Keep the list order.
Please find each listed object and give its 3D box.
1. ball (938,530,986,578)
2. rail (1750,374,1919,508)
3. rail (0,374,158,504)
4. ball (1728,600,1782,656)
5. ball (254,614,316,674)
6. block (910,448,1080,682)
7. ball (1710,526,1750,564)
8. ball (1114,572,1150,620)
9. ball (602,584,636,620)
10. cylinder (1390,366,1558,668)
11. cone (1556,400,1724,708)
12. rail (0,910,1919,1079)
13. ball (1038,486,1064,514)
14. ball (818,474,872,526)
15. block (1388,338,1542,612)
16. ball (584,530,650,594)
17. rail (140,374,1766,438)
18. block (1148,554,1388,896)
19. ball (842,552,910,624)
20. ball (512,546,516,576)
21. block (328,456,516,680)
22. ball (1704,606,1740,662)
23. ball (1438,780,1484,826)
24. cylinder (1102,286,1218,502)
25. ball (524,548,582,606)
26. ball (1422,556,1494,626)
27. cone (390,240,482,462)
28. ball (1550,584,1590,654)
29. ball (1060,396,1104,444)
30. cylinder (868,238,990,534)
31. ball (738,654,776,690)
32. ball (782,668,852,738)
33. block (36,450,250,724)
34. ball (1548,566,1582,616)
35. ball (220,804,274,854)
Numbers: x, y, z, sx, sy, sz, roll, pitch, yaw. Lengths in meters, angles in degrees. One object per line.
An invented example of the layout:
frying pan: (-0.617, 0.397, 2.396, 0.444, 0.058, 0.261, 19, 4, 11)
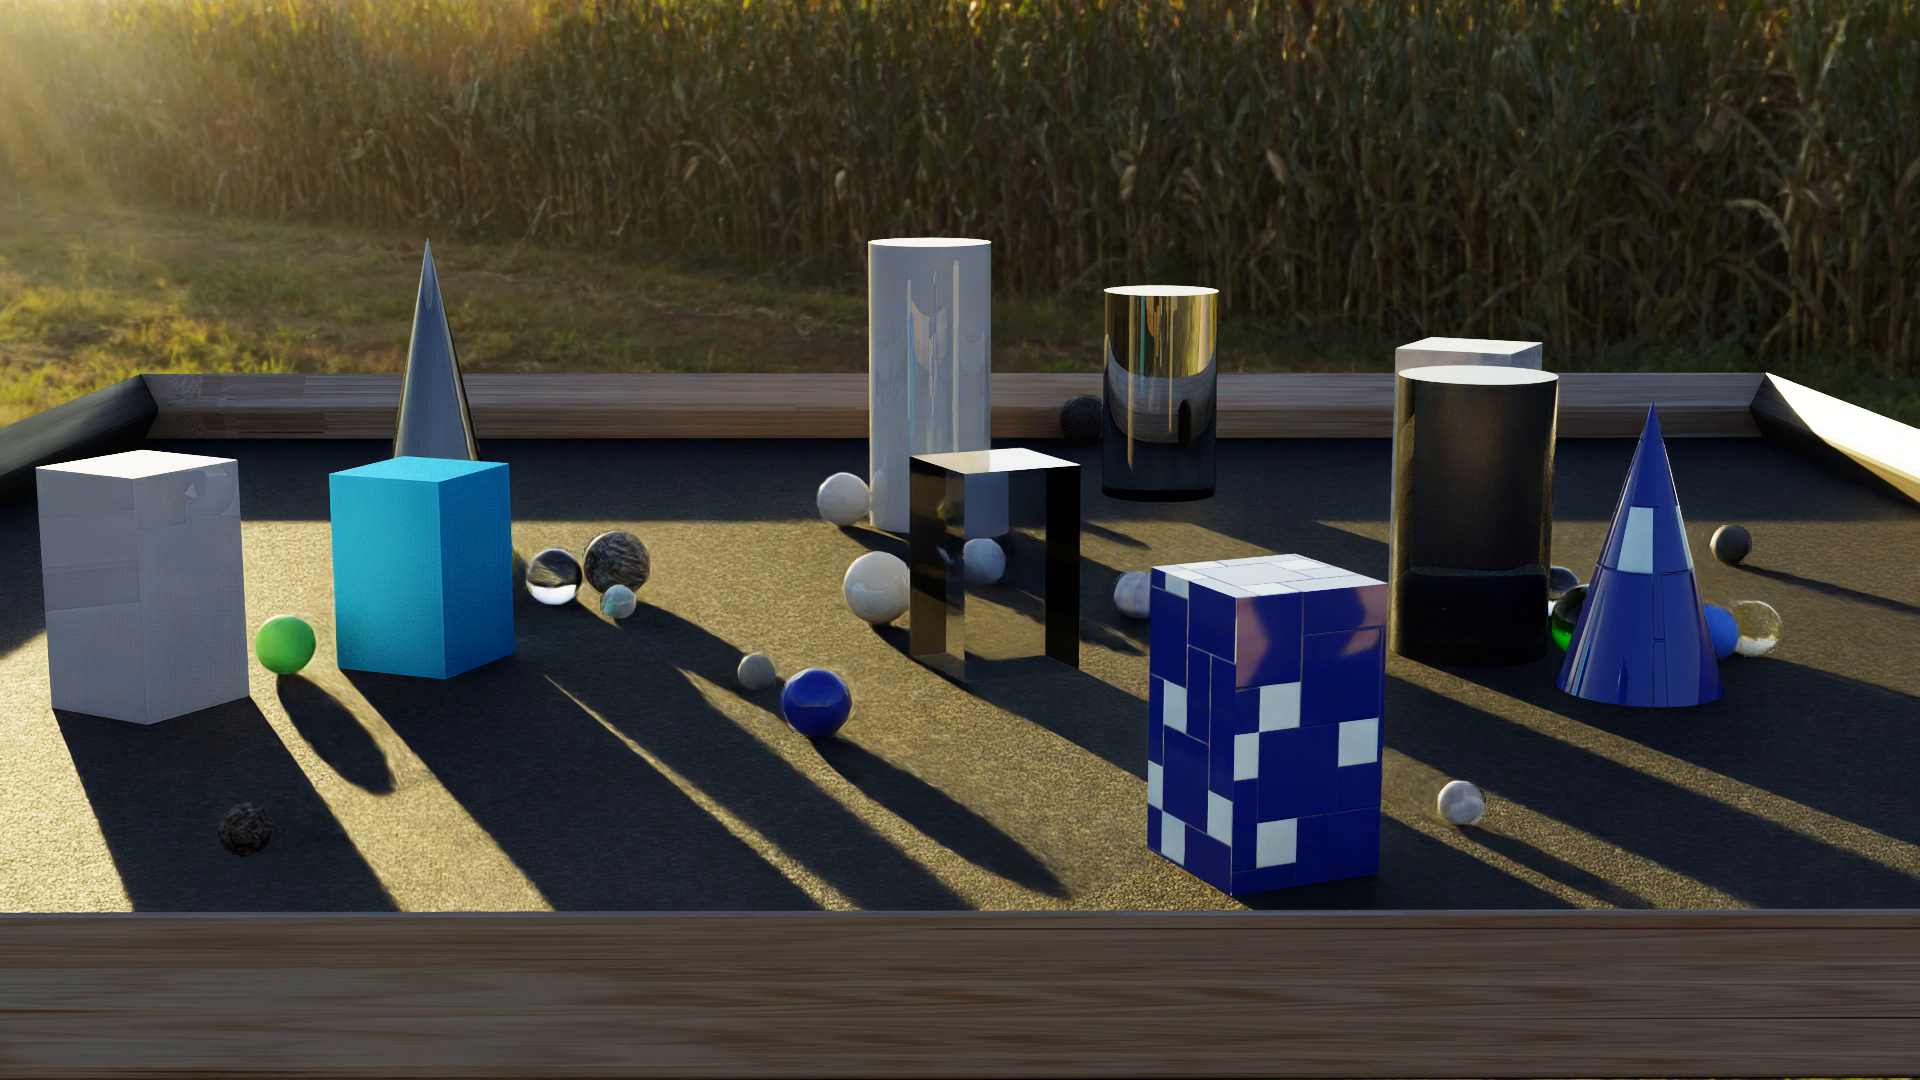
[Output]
ball: (0.002, 0.020, 3.678, 0.068, 0.068, 0.068, 0, 11, 0)
rail: (1.574, 0.031, 3.458, 0.045, 0.126, 3.253, 0, 11, 0)
rail: (-1.574, 0.034, 3.440, 0.045, 0.126, 3.253, 0, 11, 0)
ball: (0.985, 0.110, 3.190, 0.070, 0.070, 0.070, 0, 11, 0)
ball: (-0.814, 0.126, 3.096, 0.073, 0.073, 0.073, 0, 11, 0)
block: (0.041, 0.027, 3.137, 0.155, 0.252, 0.155, -5, 12, -25)
ball: (1.136, 0.007, 3.784, 0.056, 0.056, 0.056, 0, 11, 0)
ball: (0.237, 0.073, 3.401, 0.065, 0.065, 0.065, 0, 11, 0)
ball: (-0.453, 0.082, 3.405, 0.046, 0.046, 0.046, 0, 11, 0)
cylinder: (0.640, -0.033, 3.199, 0.194, 0.348, 0.194, 0, 11, 0)
cone: (0.804, 0.006, 3.006, 0.194, 0.342, 0.194, 0, 11, 0)
rail: (0.009, 0.325, 1.873, 3.195, 0.126, 0.045, 0, 11, 0)
ball: (0.149, -0.065, 4.200, 0.044, 0.044, 0.044, 0, 11, 0)
ball: (-0.184, -0.064, 4.085, 0.085, 0.085, 0.085, 0, 11, 0)
block: (0.681, -0.085, 3.459, 0.155, 0.355, 0.155, 5, 12, 27)
ball: (-0.474, 0.033, 3.542, 0.092, 0.092, 0.092, 0, 11, 0)
rail: (-0.009, -0.260, 5.025, 3.195, 0.126, 0.045, 0, 11, 0)
block: (0.279, 0.164, 2.351, 0.155, 0.270, 0.155, -5, 12, -24)
ball: (-0.107, 0.063, 3.372, 0.095, 0.095, 0.095, 0, 11, 0)
ball: (-0.662, 0.030, 3.573, 0.087, 0.087, 0.087, 0, 11, 0)
block: (-0.659, 0.031, 3.152, 0.155, 0.240, 0.155, 4, 11, 22)
ball: (0.922, 0.116, 3.158, 0.071, 0.071, 0.071, 0, 11, 0)
ball: (0.484, 0.254, 2.484, 0.044, 0.044, 0.044, 0, 11, 0)
cylinder: (0.341, -0.252, 4.377, 0.194, 0.347, 0.194, 0, 11, 0)
ball: (-0.553, 0.050, 3.490, 0.078, 0.078, 0.078, 0, 11, 0)
ball: (0.651, 0.067, 3.362, 0.092, 0.092, 0.092, 0, 11, 0)
cone: (-0.796, -0.222, 3.878, 0.194, 0.470, 0.194, 0, 11, 0)
ball: (0.776, 0.102, 3.158, 0.097, 0.097, 0.097, 0, 11, 0)
ball: (0.240, -0.232, 4.962, 0.095, 0.095, 0.095, 0, 11, 0)
cylinder: (-0.048, -0.248, 4.078, 0.194, 0.449, 0.194, 0, 11, 0)
ball: (-0.239, 0.155, 3.017, 0.044, 0.044, 0.044, 0, 11, 0)
ball: (-0.157, 0.178, 2.807, 0.077, 0.077, 0.077, 0, 11, 0)
block: (-0.935, 0.050, 2.941, 0.155, 0.278, 0.155, 6, 12, 29)
ball: (0.794, 0.069, 3.415, 0.069, 0.069, 0.069, 0, 11, 0)
ball: (-0.665, 0.269, 2.392, 0.048, 0.048, 0.048, 0, 11, 0)
